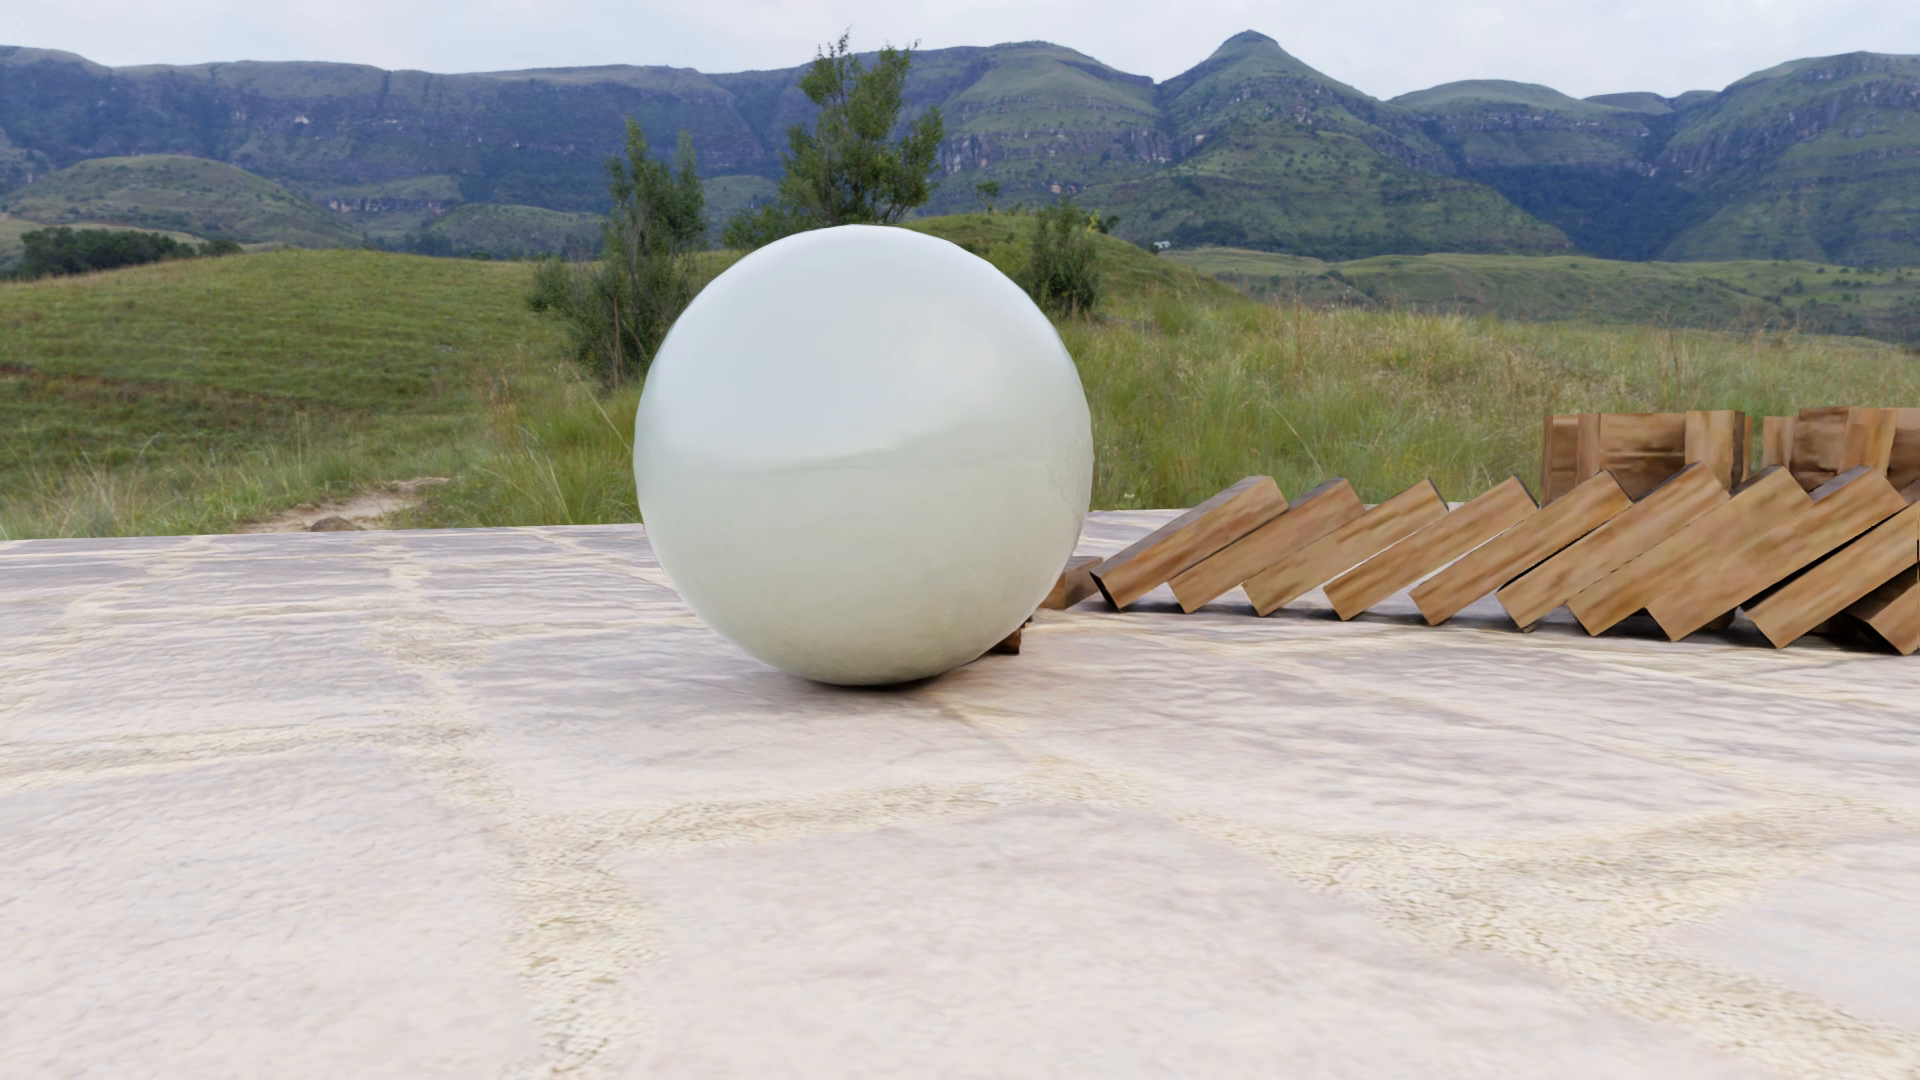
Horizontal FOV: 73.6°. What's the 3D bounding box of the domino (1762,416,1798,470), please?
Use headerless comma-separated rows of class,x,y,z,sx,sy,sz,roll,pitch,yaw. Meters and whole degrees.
domino,0.235,-0.010,0.366,0.009,0.050,0.025,3,5,35

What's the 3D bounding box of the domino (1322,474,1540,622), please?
domino,0.113,0.002,0.309,0.050,0.009,0.025,-34,-10,23

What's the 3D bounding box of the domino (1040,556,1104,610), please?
domino,0.023,0.011,0.357,0.025,0.009,0.050,1,4,17

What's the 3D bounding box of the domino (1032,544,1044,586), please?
domino,0.005,0.000,0.341,0.025,0.009,0.050,-13,22,-3

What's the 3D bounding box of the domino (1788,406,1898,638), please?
domino,0.198,-0.005,0.293,0.009,0.050,0.025,8,6,11

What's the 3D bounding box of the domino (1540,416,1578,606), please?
domino,0.169,-0.008,0.340,0.025,0.050,0.009,1,4,11

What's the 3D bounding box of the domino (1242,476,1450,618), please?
domino,0.096,0.001,0.318,0.050,0.009,0.025,-32,-8,20

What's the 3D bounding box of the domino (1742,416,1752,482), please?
domino,0.216,-0.010,0.371,0.010,0.050,0.025,0,4,-2

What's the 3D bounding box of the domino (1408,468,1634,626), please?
domino,0.131,0.002,0.300,0.050,0.009,0.025,-38,-13,24

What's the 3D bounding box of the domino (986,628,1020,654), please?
domino,0.001,-0.001,0.270,0.025,0.050,0.009,0,-31,5

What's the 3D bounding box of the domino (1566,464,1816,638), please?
domino,0.160,0.002,0.283,0.050,0.009,0.025,-39,-14,24

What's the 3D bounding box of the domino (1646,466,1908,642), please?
domino,0.174,0.003,0.277,0.050,0.009,0.025,-39,-14,24

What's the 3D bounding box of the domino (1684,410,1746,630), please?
domino,0.178,-0.005,0.303,0.010,0.050,0.025,3,5,36

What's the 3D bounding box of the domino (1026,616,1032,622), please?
domino,0.006,-0.004,0.317,0.025,0.050,0.010,0,-31,5

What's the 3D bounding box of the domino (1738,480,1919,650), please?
domino,0.189,0.003,0.268,0.050,0.009,0.025,-42,-15,23

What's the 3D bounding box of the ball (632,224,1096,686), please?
ball,-0.016,-0.014,0.226,0.080,0.080,0.080,0,4,0

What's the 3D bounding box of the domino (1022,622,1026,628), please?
domino,0.004,-0.003,0.305,0.025,0.050,0.009,0,-31,5

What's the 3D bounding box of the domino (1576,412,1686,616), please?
domino,0.168,-0.006,0.320,0.025,0.050,0.010,0,4,-7

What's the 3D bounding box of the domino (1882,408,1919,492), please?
domino,0.216,-0.005,0.293,0.009,0.050,0.025,4,2,-28

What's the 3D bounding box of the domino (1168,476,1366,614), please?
domino,0.077,0.001,0.328,0.050,0.009,0.025,-31,-1,11

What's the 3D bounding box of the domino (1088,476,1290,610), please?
domino,0.059,0.000,0.335,0.050,0.009,0.025,-31,2,0

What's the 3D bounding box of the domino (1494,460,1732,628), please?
domino,0.147,0.001,0.291,0.050,0.010,0.025,-39,-14,24

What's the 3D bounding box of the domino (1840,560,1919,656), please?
domino,0.207,0.002,0.261,0.009,0.050,0.025,47,19,12

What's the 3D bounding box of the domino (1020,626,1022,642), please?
domino,0.001,-0.002,0.282,0.025,0.050,0.009,0,-31,5
